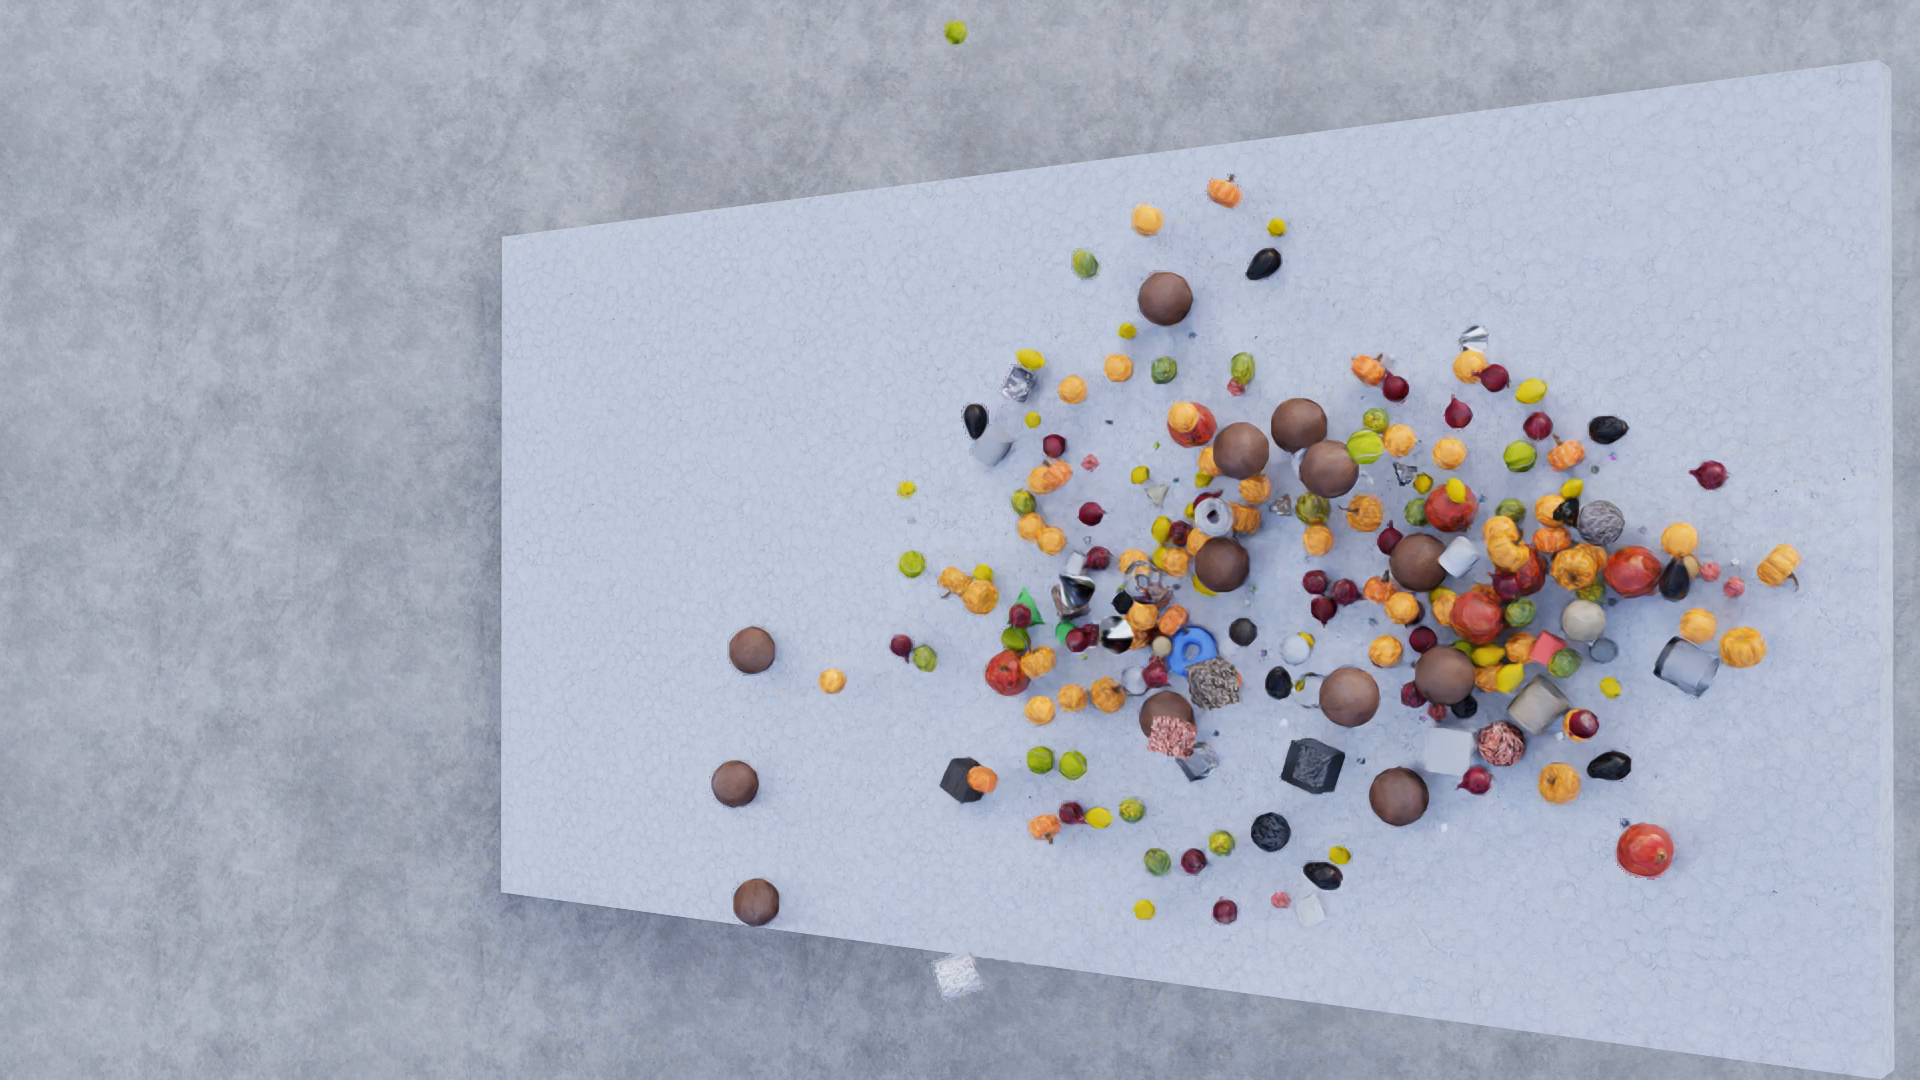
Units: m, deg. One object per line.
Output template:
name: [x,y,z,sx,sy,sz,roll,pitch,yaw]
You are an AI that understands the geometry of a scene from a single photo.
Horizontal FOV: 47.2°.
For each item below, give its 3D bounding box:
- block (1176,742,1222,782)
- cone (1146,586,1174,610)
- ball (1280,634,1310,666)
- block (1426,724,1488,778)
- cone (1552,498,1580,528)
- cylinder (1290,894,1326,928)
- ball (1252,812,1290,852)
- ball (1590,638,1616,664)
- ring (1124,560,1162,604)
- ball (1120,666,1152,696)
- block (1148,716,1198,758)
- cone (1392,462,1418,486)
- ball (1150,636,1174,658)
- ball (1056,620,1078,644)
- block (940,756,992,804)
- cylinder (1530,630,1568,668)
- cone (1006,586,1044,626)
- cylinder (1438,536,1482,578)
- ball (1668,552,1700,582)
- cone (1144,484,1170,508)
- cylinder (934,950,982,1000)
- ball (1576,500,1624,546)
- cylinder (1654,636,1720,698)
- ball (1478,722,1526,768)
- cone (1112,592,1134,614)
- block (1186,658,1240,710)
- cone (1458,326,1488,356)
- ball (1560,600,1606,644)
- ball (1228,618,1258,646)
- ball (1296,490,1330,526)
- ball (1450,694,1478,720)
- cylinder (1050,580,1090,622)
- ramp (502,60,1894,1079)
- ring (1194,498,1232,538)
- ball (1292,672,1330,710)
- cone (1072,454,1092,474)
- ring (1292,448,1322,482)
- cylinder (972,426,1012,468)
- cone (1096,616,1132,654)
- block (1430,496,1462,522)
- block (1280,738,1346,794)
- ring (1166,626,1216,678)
block: [0.564,0.524,5.199,0.064,0.064,0.064,-46,64,27]
cone: [0.457,0.124,5.143,0.060,0.060,0.060,38,90,25]
ball: [0.745,0.245,4.893,0.068,0.068,0.068,0,90,0]
block: [1.084,0.457,4.788,0.097,0.097,0.097,6,93,37]
cone: [1.291,-0.042,4.624,0.065,0.065,0.065,-43,111,0]
cylinder: [0.794,0.845,5.013,0.063,0.063,0.063,-19,79,0]
ball: [0.716,0.674,5.067,0.090,0.090,0.090,0,90,0]
ball: [1.350,0.232,4.618,0.054,0.054,0.054,0,90,0]
ring: [0.433,0.100,5.185,0.107,0.036,0.107,11,69,-33]
ball: [0.417,0.334,5.207,0.073,0.073,0.073,0,90,0]
block: [0.474,0.438,4.894,0.075,0.075,0.075,13,93,31]
cone: [0.977,-0.157,4.882,0.054,0.054,0.054,39,90,-18]
ball: [0.477,0.252,5.198,0.054,0.054,0.054,0,90,0]
ball: [0.264,0.229,5.428,0.058,0.058,0.058,0,90,0]
block: [0.015,0.611,5.598,0.081,0.081,0.081,35,110,32]
cylinder: [1.247,0.231,4.662,0.058,0.058,0.058,26,104,0]
cone: [0.162,0.160,5.487,0.097,0.097,0.097,-1,81,0]
cylinder: [1.068,0.037,4.698,0.066,0.066,0.066,38,112,0]
ball: [1.487,0.056,4.513,0.061,0.061,0.061,0,90,0]
cone: [0.483,-0.118,5.286,0.061,0.061,0.061,-38,90,2]
cylinder: [-0.004,1.083,5.473,0.094,0.094,0.094,-21,90,2]
ball: [1.334,-0.035,4.578,0.095,0.095,0.095,0,90,0]
cylinder: [1.485,0.259,4.493,0.093,0.093,0.093,32,90,33]
ball: [1.165,0.439,4.728,0.098,0.098,0.098,0,90,0]
cone: [0.382,0.153,5.341,0.057,0.057,0.057,0,90,37]
block: [0.566,0.322,4.918,0.086,0.086,0.086,-14,103,-13]
cone: [1.104,-0.435,4.794,0.067,0.067,0.067,1,91,44]
ball: [1.284,0.167,4.534,0.091,0.091,0.091,0,90,0]
ball: [0.660,0.215,5.127,0.066,0.066,0.066,0,90,0]
ball: [0.805,-0.072,5.012,0.080,0.080,0.080,0,90,0]
ball: [1.101,0.363,4.802,0.056,0.056,0.056,0,90,0]
cylinder: [0.272,0.148,5.408,0.080,0.080,0.080,-16,76,0]
ramp: [0.233,0.065,5.552,4.000,0.100,2.000,0,89,37]
ring: [0.585,-0.053,5.070,0.093,0.031,0.093,1,87,-12]
ball: [0.777,0.334,4.867,0.081,0.081,0.081,0,90,0]
cone: [0.309,-0.187,5.434,0.092,0.092,0.092,0,92,4]
ring: [0.778,-0.170,4.931,0.077,0.026,0.077,4,97,34]
cylinder: [0.080,-0.237,5.557,0.076,0.076,0.076,32,112,0]
cone: [0.345,0.233,5.196,0.093,0.093,0.093,8,72,-24]
block: [1.074,-0.068,4.856,0.059,0.059,0.059,-2,91,1]
block: [0.803,0.514,5.001,0.094,0.094,0.094,24,104,35]
ring: [0.548,0.265,5.207,0.126,0.042,0.126,-10,66,23]
